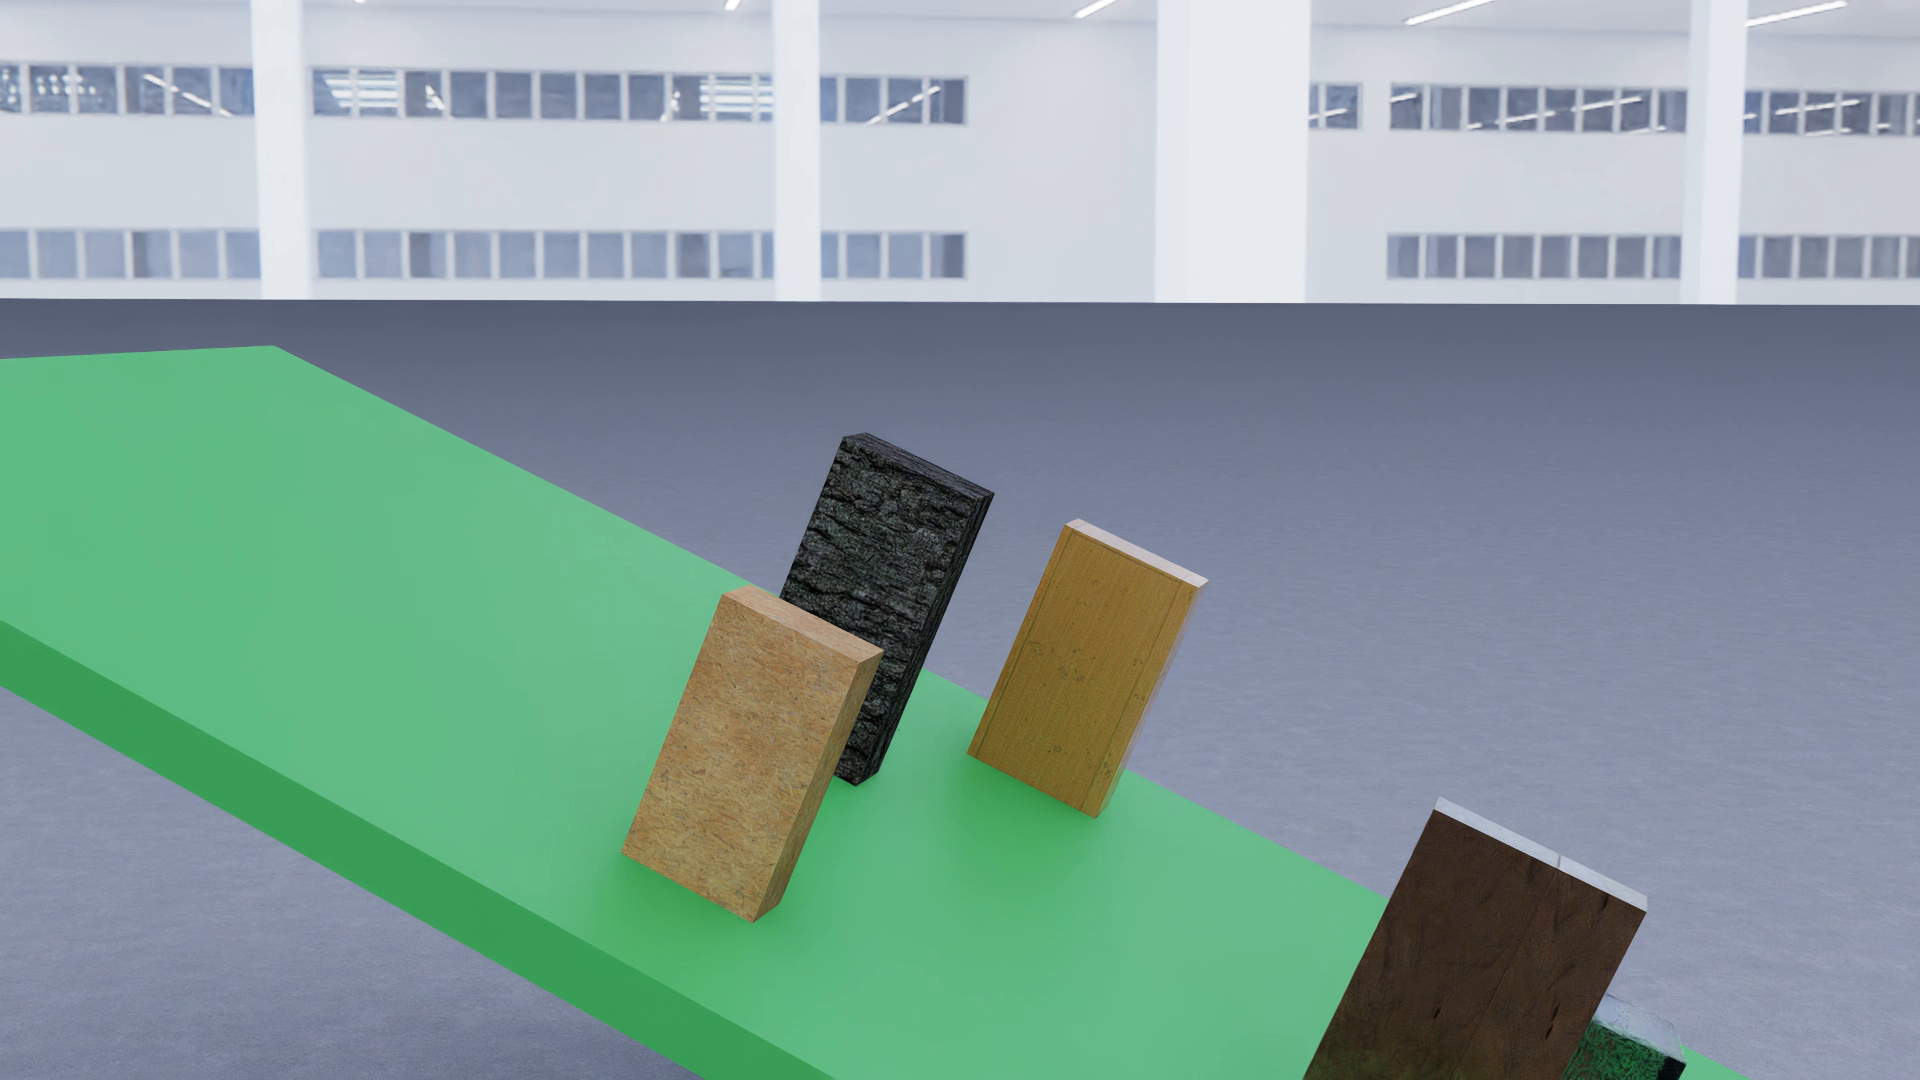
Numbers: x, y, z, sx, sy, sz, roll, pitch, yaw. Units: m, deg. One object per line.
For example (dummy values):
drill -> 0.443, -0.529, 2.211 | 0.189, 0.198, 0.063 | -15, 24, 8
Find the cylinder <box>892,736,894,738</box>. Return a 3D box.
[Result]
cylinder -> -0.196, 0.353, 4.491 | 0.117, 0.117, 0.117 | 18, 1, -19

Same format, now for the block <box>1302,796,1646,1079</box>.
block -> 0.816, 0.754, 3.561 | 0.356, 0.572, 0.090 | 26, 13, 13

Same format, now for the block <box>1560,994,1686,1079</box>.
block -> 1.208, 0.985, 4.121 | 0.201, 0.201, 0.201 | 24, 13, 6

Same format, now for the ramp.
ramp -> -0.292, 0.510, 4.186 | 4.000, 0.100, 2.000 | 26, 13, 13

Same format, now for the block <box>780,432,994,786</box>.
block -> -0.192, 0.133, 4.275 | 0.285, 0.614, 0.132 | 26, 13, 13

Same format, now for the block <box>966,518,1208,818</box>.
block -> 0.268, 0.270, 4.652 | 0.308, 0.543, 0.118 | 26, 13, 13

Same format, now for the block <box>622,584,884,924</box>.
block -> -0.334, 0.341, 3.529 | 0.248, 0.468, 0.118 | 26, 13, 13
